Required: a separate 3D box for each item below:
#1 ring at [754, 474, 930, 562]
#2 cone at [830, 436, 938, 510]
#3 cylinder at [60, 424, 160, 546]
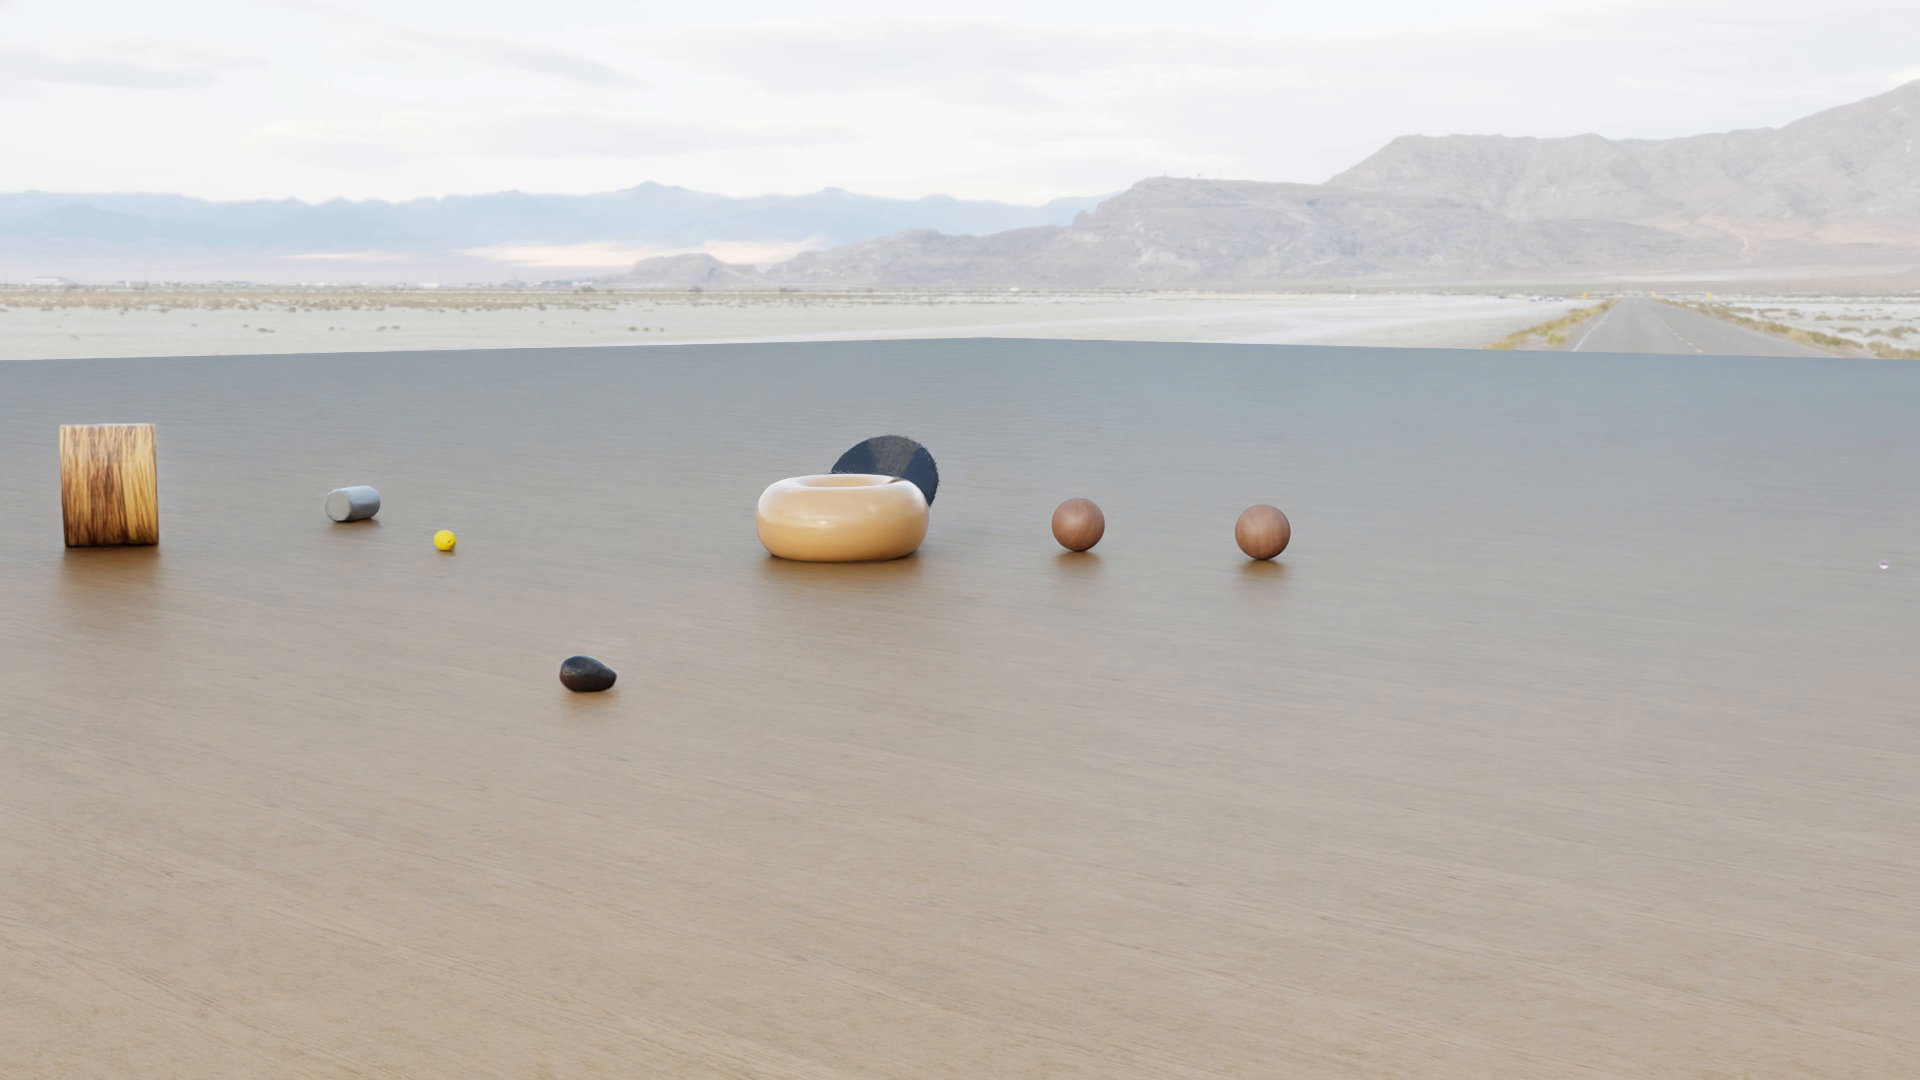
[{"bbox_3d":[-0.279,-0.053,6.083,0.414,0.177,0.474,-1,7,-4],"label":"ring"},{"bbox_3d":[-0.204,-0.085,6.637,0.267,0.312,0.234,40,-22,15],"label":"cone"},{"bbox_3d":[-2.067,-0.134,6.242,0.217,0.324,0.233,-2,39,-17],"label":"cylinder"}]
